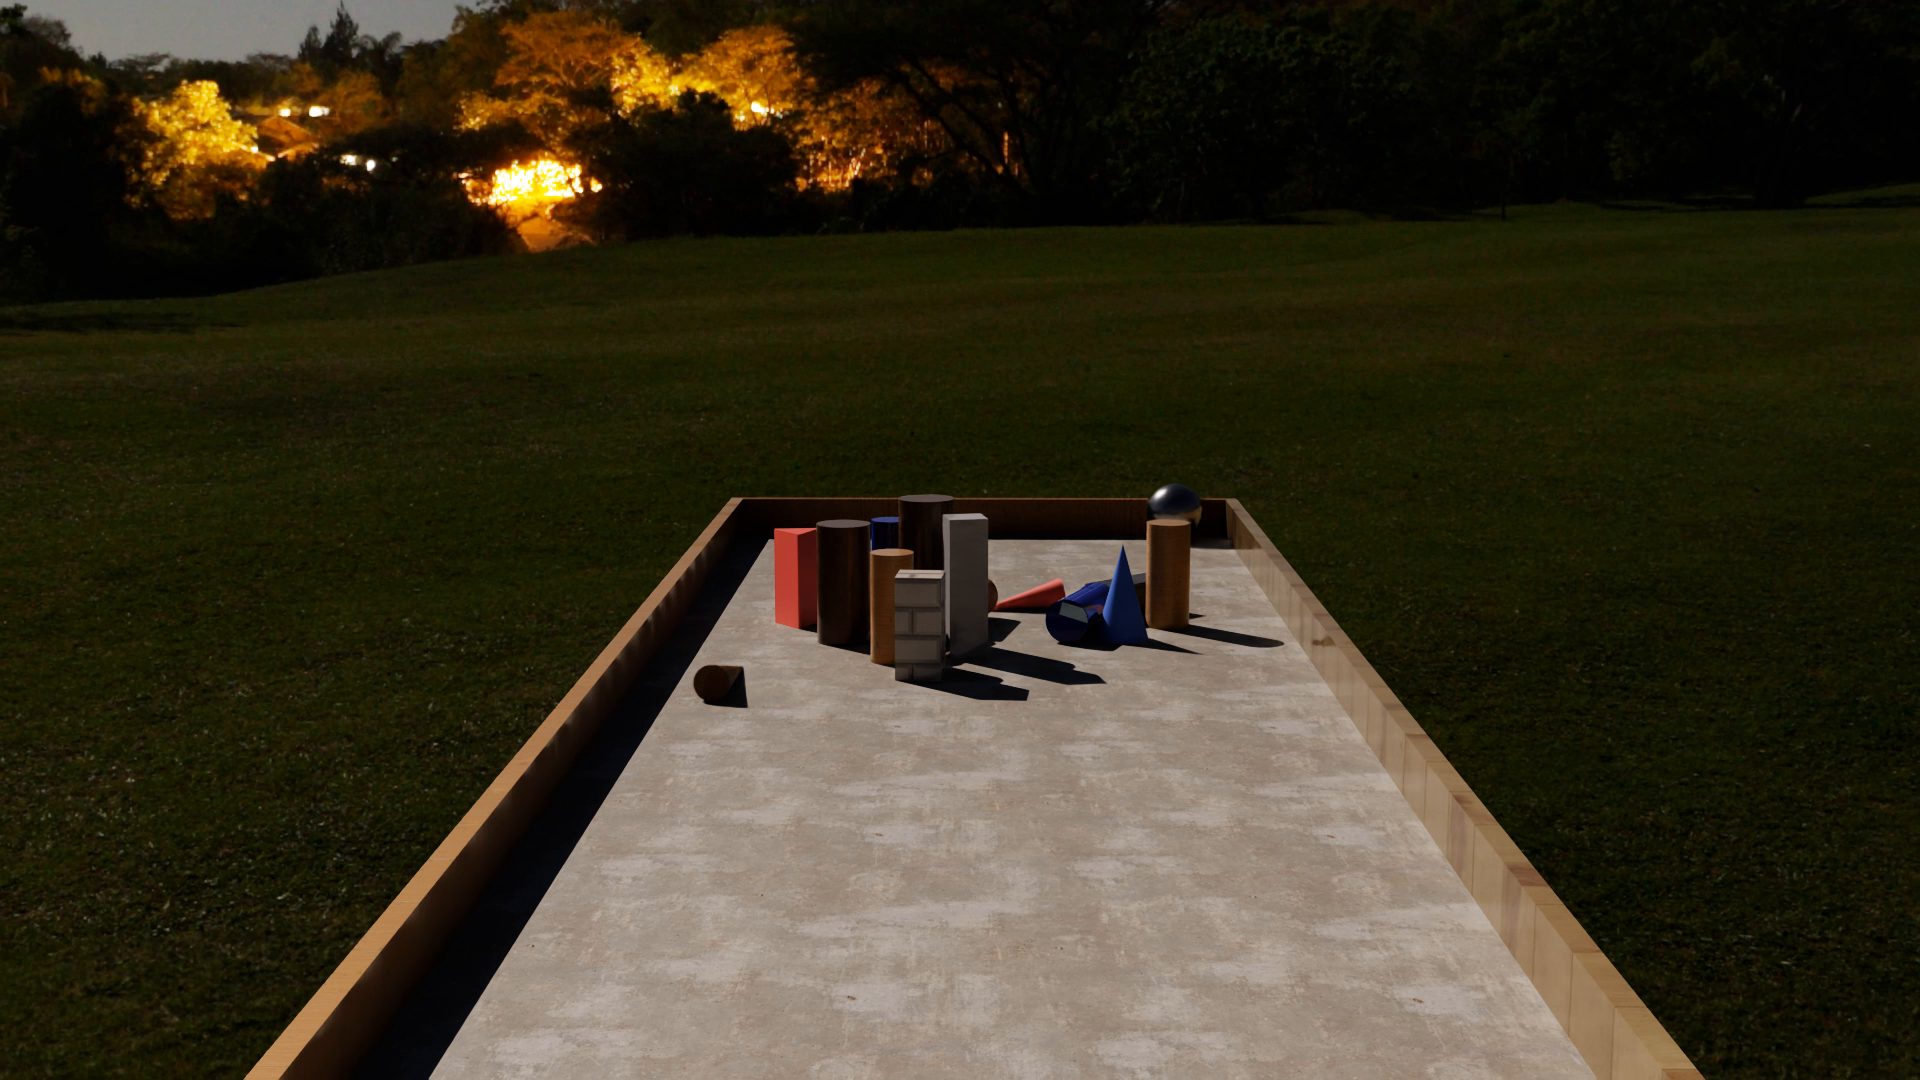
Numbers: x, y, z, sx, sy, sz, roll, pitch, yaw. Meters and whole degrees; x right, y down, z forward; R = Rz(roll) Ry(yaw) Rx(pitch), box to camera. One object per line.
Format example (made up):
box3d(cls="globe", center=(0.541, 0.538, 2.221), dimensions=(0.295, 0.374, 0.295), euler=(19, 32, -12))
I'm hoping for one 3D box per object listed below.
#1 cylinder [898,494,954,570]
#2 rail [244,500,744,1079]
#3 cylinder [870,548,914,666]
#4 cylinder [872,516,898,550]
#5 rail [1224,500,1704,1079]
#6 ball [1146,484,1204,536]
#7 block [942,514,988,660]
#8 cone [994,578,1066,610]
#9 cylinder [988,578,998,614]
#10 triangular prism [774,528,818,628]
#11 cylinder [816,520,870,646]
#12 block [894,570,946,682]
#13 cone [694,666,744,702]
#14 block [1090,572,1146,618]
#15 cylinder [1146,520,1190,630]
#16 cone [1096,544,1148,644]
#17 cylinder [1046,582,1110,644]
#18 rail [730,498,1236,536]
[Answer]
box3d(cls="cylinder", center=(-0.105, 0.095, 6.944), dimensions=(0.178, 0.459, 0.178), euler=(0, 9, 0))
box3d(cls="rail", center=(-1.004, 0.839, 3.234), dimensions=(0.050, 0.150, 12.000), euler=(0, 9, 1))
box3d(cls="cylinder", center=(-0.206, 0.202, 6.665), dimensions=(0.134, 0.335, 0.134), euler=(0, 9, 0))
box3d(cls="cylinder", center=(-0.228, 0.108, 7.202), dimensions=(0.123, 0.353, 0.123), euler=(0, 9, 0))
box3d(cls="rail", center=(1.046, 0.843, 3.208), dimensions=(0.050, 0.150, 12.000), euler=(0, 9, 1))
box3d(cls="ball", center=(0.880, -0.115, 8.991), dimensions=(0.232, 0.232, 0.232), euler=(0, 9, 0))
box3d(cls="block", center=(0.016, 0.141, 6.743), dimensions=(0.119, 0.430, 0.119), euler=(-2, 9, -11))
box3d(cls="cone", center=(0.204, 0.213, 7.498), dimensions=(0.303, 0.107, 0.107), euler=(-11, 10, -7))
box3d(cls="cylinder", center=(0.025, 0.210, 7.231), dimensions=(0.142, 0.142, 0.319), euler=(2, 9, 12))
box3d(cls="triangular prism", center=(-0.517, 0.121, 7.246), dimensions=(0.125, 0.313, 0.144), euler=(-7, 11, -37))
box3d(cls="cylinder", center=(-0.367, 0.135, 6.953), dimensions=(0.172, 0.378, 0.172), euler=(0, 9, 0))
box3d(cls="block", center=(-0.116, 0.250, 6.459), dimensions=(0.136, 0.305, 0.136), euler=(1, 9, 5))
box3d(cls="cone", center=(-0.672, 0.391, 6.378), dimensions=(0.103, 0.103, 0.459), euler=(1, 3, 6))
box3d(cls="block", center=(0.577, 0.193, 7.412), dimensions=(0.331, 0.119, 0.119), euler=(-9, 13, -44))
box3d(cls="cylinder", center=(0.681, 0.112, 7.205), dimensions=(0.144, 0.343, 0.144), euler=(0, 9, 0))
box3d(cls="cone", center=(0.516, 0.164, 6.993), dimensions=(0.171, 0.307, 0.171), euler=(0, 9, 0))
box3d(cls="cylinder", center=(0.394, 0.233, 7.088), dimensions=(0.141, 0.141, 0.329), euler=(3, 10, 20))
box3d(cls="rail", center=(0.099, -0.098, 9.147), dimensions=(2.100, 0.150, 0.050), euler=(0, 9, 1))
